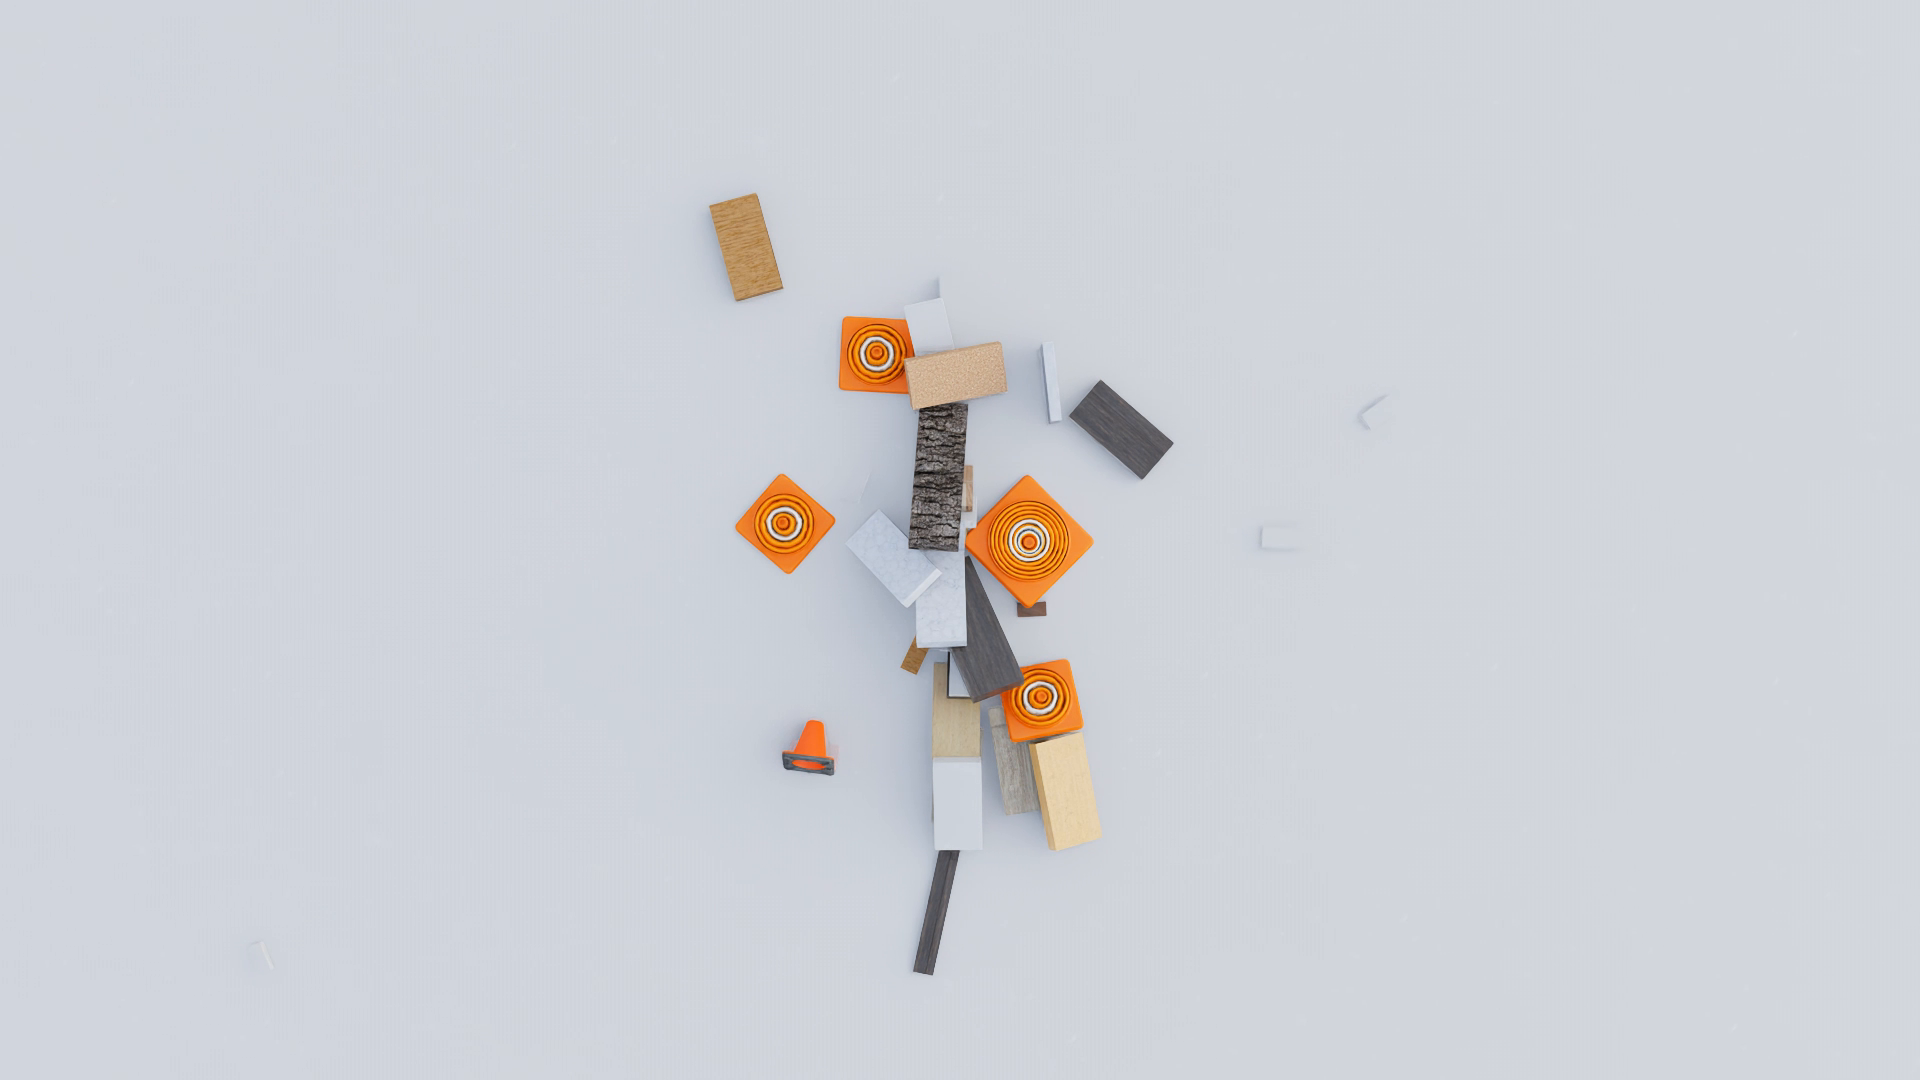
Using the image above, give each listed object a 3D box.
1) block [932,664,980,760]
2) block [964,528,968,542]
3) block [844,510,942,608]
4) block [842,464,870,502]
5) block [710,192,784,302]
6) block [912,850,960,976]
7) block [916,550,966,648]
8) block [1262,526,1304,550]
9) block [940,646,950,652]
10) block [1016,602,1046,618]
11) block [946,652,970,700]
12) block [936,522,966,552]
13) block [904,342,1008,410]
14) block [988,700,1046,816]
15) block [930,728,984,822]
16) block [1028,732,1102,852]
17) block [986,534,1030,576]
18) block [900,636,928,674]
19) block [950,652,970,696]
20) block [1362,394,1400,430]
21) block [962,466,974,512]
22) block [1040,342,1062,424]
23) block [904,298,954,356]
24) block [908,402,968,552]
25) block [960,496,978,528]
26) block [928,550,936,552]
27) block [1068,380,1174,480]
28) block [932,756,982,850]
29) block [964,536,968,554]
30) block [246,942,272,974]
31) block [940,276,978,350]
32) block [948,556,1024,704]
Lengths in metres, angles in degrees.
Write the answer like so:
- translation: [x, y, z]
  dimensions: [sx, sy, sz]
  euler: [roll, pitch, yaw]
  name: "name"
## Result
- translation: [-0.012, 0.568, 5.444]
  dimensions: [0.157, 0.044, 0.314]
  euler: [1, 77, 0]
  name: "block"
- translation: [-0.003, -0.058, 5.458]
  dimensions: [0.063, 0.018, 0.127]
  euler: [7, 58, 2]
  name: "block"
- translation: [-0.220, 0.059, 5.398]
  dimensions: [0.160, 0.045, 0.320]
  euler: [-45, 59, 0]
  name: "block"
- translation: [-0.346, -0.189, 5.492]
  dimensions: [0.060, 0.017, 0.120]
  euler: [21, 90, 0]
  name: "block"
- translation: [-0.709, -0.972, 5.477]
  dimensions: [0.162, 0.046, 0.323]
  euler: [-16, 90, 0]
  name: "block"
- translation: [-0.076, 1.224, 5.490]
  dimensions: [0.068, 0.019, 0.444]
  euler: [12, 90, 0]
  name: "block"
- translation: [-0.062, 0.190, 5.358]
  dimensions: [0.160, 0.045, 0.320]
  euler: [-2, 64, 1]
  name: "block"
- translation: [1.073, -0.007, 5.490]
  dimensions: [0.136, 0.019, 0.068]
  euler: [3, 90, 0]
  name: "block"
- translation: [-0.002, 0.256, 5.453]
  dimensions: [0.114, 0.032, 0.229]
  euler: [4, 75, 1]
  name: "block"
- translation: [0.239, 0.231, 5.493]
  dimensions: [0.097, 0.014, 0.049]
  euler: [-3, 90, 0]
  name: "block"
- translation: [0.016, 0.410, 5.439]
  dimensions: [0.114, 0.032, 0.229]
  euler: [1, 66, 0]
  name: "block"
- translation: [-0.030, -0.001, 5.380]
  dimensions: [0.091, 0.182, 0.026]
  euler: [0, 59, -1]
  name: "block"
- translation: [-0.013, -0.542, 5.424]
  dimensions: [0.323, 0.046, 0.162]
  euler: [-12, 110, -10]
  name: "block"
- translation: [0.209, 0.722, 5.475]
  dimensions: [0.178, 0.050, 0.356]
  euler: [-9, 90, 0]
  name: "block"
- translation: [-0.009, 0.780, 5.478]
  dimensions: [0.157, 0.044, 0.314]
  euler: [3, 90, 0]
  name: "block"
- translation: [0.348, 0.826, 5.437]
  dimensions: [0.178, 0.050, 0.355]
  euler: [-11, 91, -25]
  name: "block"
- translation: [0.158, 0.048, 5.490]
  dimensions: [0.136, 0.019, 0.068]
  euler: [43, 90, 0]
  name: "block"
- translation: [-0.146, 0.383, 5.492]
  dimensions: [0.060, 0.017, 0.120]
  euler: [25, 90, 0]
  name: "block"
- translation: [0.025, 0.395, 5.381]
  dimensions: [0.114, 0.032, 0.229]
  euler: [1, 75, 1]
  name: "block"
- translation: [1.401, -0.424, 5.492]
  dimensions: [0.120, 0.017, 0.060]
  euler: [-35, 90, 0]
  name: "block"
- translation: [-0.003, -0.172, 5.431]
  dimensions: [0.091, 0.026, 0.182]
  euler: [1, 50, 0]
  name: "block"
- translation: [0.300, -0.517, 5.435]
  dimensions: [0.037, 0.129, 0.258]
  euler: [-6, 90, 0]
  name: "block"
- translation: [-0.091, -0.656, 5.428]
  dimensions: [0.129, 0.037, 0.258]
  euler: [-12, 111, 4]
  name: "block"
- translation: [-0.068, -0.211, 5.358]
  dimensions: [0.160, 0.045, 0.528]
  euler: [4, 63, 0]
  name: "block"
- translation: [0.009, -0.095, 5.414]
  dimensions: [0.091, 0.182, 0.026]
  euler: [2, 118, 0]
  name: "block"
- translation: [-0.067, 0.014, 5.480]
  dimensions: [0.063, 0.018, 0.127]
  euler: [18, 93, 14]
  name: "block"
- translation: [0.534, -0.365, 5.477]
  dimensions: [0.323, 0.046, 0.162]
  euler: [41, 90, 0]
  name: "block"
- translation: [-0.007, 0.865, 5.410]
  dimensions: [0.157, 0.044, 0.314]
  euler: [-1, 107, 1]
  name: "block"
- translation: [-0.005, -0.017, 5.491]
  dimensions: [0.063, 0.018, 0.127]
  euler: [4, 90, 0]
  name: "block"
- translation: [-2.333, 1.394, 5.493]
  dimensions: [0.049, 0.014, 0.097]
  euler: [-22, 90, 0]
  name: "block"
- translation: [-0.002, -0.745, 5.482]
  dimensions: [0.129, 0.037, 0.258]
  euler: [0, 90, 0]
  name: "block"
- translation: [0.036, 0.288, 5.364]
  dimensions: [0.178, 0.050, 0.472]
  euler: [-20, 65, -10]
  name: "block"
